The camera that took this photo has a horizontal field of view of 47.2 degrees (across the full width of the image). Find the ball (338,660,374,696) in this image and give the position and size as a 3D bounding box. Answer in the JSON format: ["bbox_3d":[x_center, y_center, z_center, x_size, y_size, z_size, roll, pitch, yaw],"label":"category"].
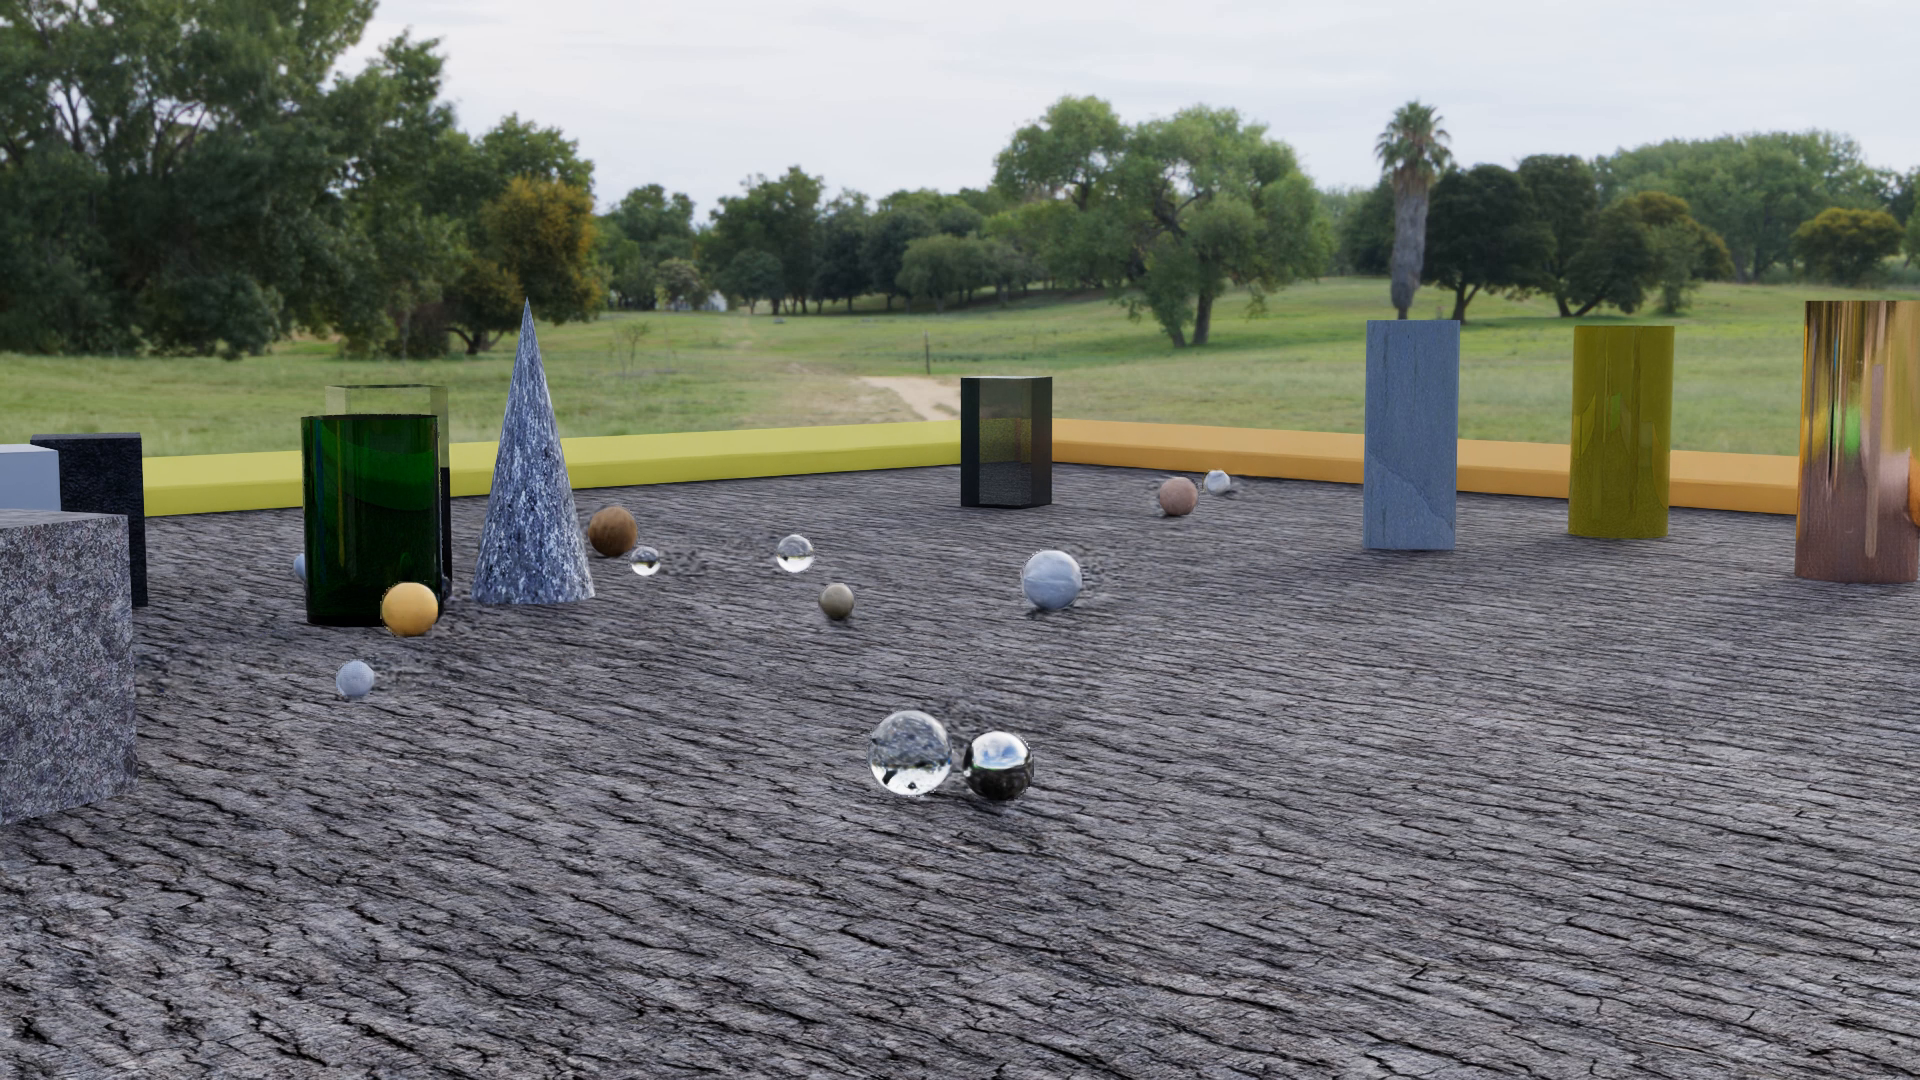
[{"bbox_3d":[-0.695,0.160,2.532,0.041,0.041,0.041,0,6,0],"label":"ball"}]

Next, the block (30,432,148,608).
[{"bbox_3d":[-1.316,-0.031,3.325,0.153,0.253,0.153,-2,6,-21],"label":"block"}]

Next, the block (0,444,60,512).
[{"bbox_3d":[-1.107,0.042,2.473,0.153,0.287,0.153,-4,7,-35],"label":"block"}]

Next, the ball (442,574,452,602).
[{"bbox_3d":[-0.791,0.074,3.324,0.046,0.046,0.046,0,6,0],"label":"ball"}]

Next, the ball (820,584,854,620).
[{"bbox_3d":[-0.176,0.089,3.160,0.050,0.050,0.050,0,6,0],"label":"ball"}]

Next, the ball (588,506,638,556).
[{"bbox_3d":[-0.624,-0.015,3.960,0.089,0.089,0.089,0,6,0],"label":"ball"}]

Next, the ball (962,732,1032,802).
[{"bbox_3d":[0.034,0.205,1.993,0.063,0.063,0.063,0,6,0],"label":"ball"}]

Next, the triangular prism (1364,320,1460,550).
[{"bbox_3d":[0.843,-0.201,4.136,0.166,0.423,0.143,1,6,8],"label":"triangular prism"}]

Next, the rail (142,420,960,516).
[{"bbox_3d":[-1.482,-0.136,4.929,4.602,0.124,0.045,-6,8,-42],"label":"rail"}]

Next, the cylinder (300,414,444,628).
[{"bbox_3d":[-0.844,-0.032,3.159,0.191,0.290,0.191,0,6,0],"label":"cylinder"}]

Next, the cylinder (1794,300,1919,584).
[{"bbox_3d":[1.492,-0.166,3.639,0.191,0.457,0.191,0,6,0],"label":"cylinder"}]

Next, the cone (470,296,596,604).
[{"bbox_3d":[-0.663,-0.144,3.393,0.191,0.464,0.191,0,6,0],"label":"cone"}]

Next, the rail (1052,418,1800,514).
[{"bbox_3d":[1.674,-0.129,4.868,0.045,0.124,4.417,-6,8,-42],"label":"rail"}]

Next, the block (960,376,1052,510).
[{"bbox_3d":[0.105,-0.223,4.970,0.153,0.290,0.153,3,7,29],"label":"block"}]

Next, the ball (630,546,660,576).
[{"bbox_3d":[-0.524,0.035,3.668,0.050,0.050,0.050,0,6,0],"label":"ball"}]

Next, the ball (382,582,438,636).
[{"bbox_3d":[-0.747,0.094,2.989,0.075,0.075,0.075,0,6,0],"label":"ball"}]

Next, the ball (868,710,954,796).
[{"bbox_3d":[-0.046,0.195,2.017,0.078,0.078,0.078,0,6,0],"label":"ball"}]

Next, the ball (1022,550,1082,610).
[{"bbox_3d":[0.136,0.059,3.251,0.090,0.090,0.090,0,6,0],"label":"ball"}]

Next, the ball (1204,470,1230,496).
[{"bbox_3d":[0.612,-0.136,5.236,0.062,0.062,0.062,0,6,0],"label":"ball"}]

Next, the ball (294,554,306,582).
[{"bbox_3d":[-1.061,0.044,3.585,0.049,0.049,0.049,0,6,0],"label":"ball"}]

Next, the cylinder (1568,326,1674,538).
[{"bbox_3d":[1.305,-0.217,4.342,0.191,0.410,0.191,0,6,0],"label":"cylinder"}]

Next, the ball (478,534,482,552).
[{"bbox_3d":[-0.789,0.010,3.777,0.078,0.078,0.078,0,6,0],"label":"ball"}]

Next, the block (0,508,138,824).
[{"bbox_3d":[-0.863,0.108,1.990,0.153,0.256,0.153,3,7,26],"label":"block"}]

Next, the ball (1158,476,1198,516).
[{"bbox_3d":[0.470,-0.094,4.731,0.085,0.085,0.085,0,6,0],"label":"ball"}]

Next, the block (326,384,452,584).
[{"bbox_3d":[-0.914,-0.085,3.517,0.153,0.321,0.153,-4,7,-30],"label":"block"}]

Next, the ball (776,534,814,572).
[{"bbox_3d":[-0.279,0.023,3.716,0.064,0.064,0.064,0,6,0],"label":"ball"}]
